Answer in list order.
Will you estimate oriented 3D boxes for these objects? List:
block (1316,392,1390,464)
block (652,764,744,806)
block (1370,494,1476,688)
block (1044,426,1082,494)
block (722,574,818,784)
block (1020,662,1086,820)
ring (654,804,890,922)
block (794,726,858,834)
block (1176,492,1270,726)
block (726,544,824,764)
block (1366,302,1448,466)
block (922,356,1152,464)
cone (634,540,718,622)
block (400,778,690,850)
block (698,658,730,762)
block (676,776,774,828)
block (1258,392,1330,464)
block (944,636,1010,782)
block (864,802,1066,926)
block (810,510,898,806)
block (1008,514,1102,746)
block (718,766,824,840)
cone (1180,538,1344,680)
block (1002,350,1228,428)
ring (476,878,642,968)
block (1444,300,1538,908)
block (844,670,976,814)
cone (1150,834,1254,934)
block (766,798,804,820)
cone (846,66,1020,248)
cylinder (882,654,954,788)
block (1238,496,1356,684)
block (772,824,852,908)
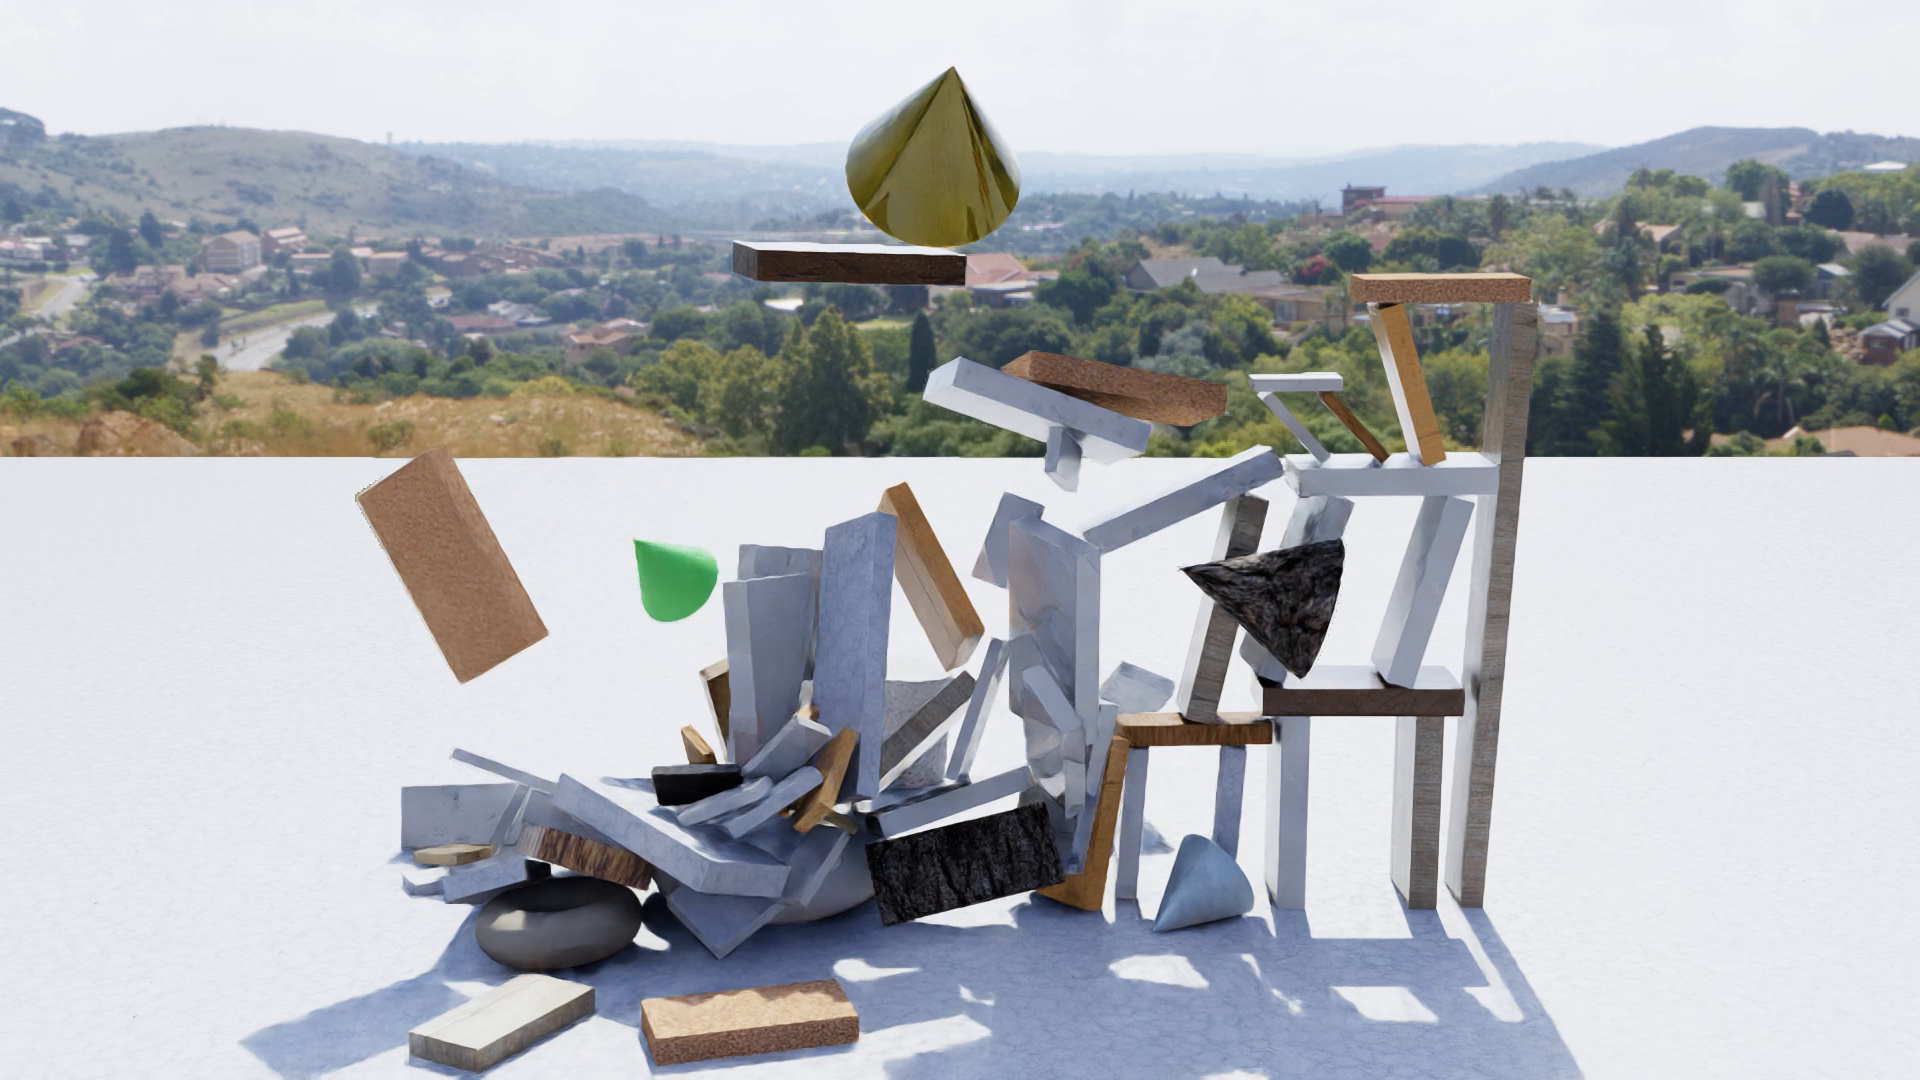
[{"bbox_3d":[0.631,-0.185,3.527,0.020,0.142,0.071,-43,7,8],"label":"block"},{"bbox_3d":[-0.405,0.379,3.410,0.136,0.068,0.019,-2,38,6],"label":"block"},{"bbox_3d":[0.750,0.070,3.576,0.045,0.315,0.158,16,10,-2],"label":"block"},{"bbox_3d":[0.165,-0.128,3.509,0.021,0.075,0.149,5,-10,16],"label":"block"},{"bbox_3d":[-0.297,0.233,3.553,0.049,0.346,0.173,-3,2,34],"label":"block"},{"bbox_3d":[0.146,0.317,3.443,0.037,0.259,0.130,-25,56,-14],"label":"block"},{"bbox_3d":[-0.314,0.523,3.662,0.409,0.136,0.409,0,10,0],"label":"ring"},{"bbox_3d":[-0.206,0.369,3.377,0.023,0.081,0.162,33,40,-13],"label":"block"},{"bbox_3d":[0.435,0.107,3.660,0.048,0.377,0.169,13,5,-1],"label":"block"},{"bbox_3d":[-0.292,0.201,3.659,0.173,0.375,0.049,5,-3,-39],"label":"block"},{"bbox_3d":[0.713,-0.254,3.513,0.037,0.259,0.130,-17,10,4],"label":"block"},{"bbox_3d":[0.123,-0.206,3.554,0.336,0.048,0.168,18,-9,-15],"label":"block"},{"bbox_3d":[-0.514,0.037,3.727,0.152,0.152,0.152,7,-27,32],"label":"cone"},{"bbox_3d":[-0.602,0.484,3.936,0.777,0.108,0.031,-1,-18,-7],"label":"block"},{"bbox_3d":[-0.367,0.287,3.738,0.108,0.217,0.031,-26,42,-19],"label":"block"},{"bbox_3d":[-0.357,0.398,3.349,0.136,0.019,0.068,-22,6,17],"label":"block"},{"bbox_3d":[0.536,-0.184,3.529,0.020,0.142,0.071,-43,7,8],"label":"block"},{"bbox_3d":[0.032,0.274,3.573,0.021,0.240,0.075,19,2,15],"label":"block"},{"bbox_3d":[0.007,0.518,3.514,0.297,0.130,0.037,-14,-13,-1],"label":"block"},{"bbox_3d":[-0.175,0.191,3.527,0.040,0.460,0.142,16,-21,-36],"label":"block"},{"bbox_3d":[0.149,0.147,3.498,0.048,0.338,0.169,-18,29,-33],"label":"block"},{"bbox_3d":[-0.288,0.398,3.347,0.162,0.023,0.081,-32,7,-16],"label":"block"},{"bbox_3d":[0.449,0.076,3.416,0.228,0.228,0.228,16,11,-1],"label":"cone"},{"bbox_3d":[0.250,-0.246,3.608,0.336,0.048,0.168,9,-7,-15],"label":"block"},{"bbox_3d":[-0.622,0.593,3.416,0.258,0.086,0.258,-4,9,1],"label":"ring"},{"bbox_3d":[0.860,0.104,3.576,0.037,0.989,0.130,3,11,0],"label":"block"},{"bbox_3d":[-0.084,0.336,3.631,0.284,0.040,0.142,-42,-10,-10],"label":"block"},{"bbox_3d":[0.359,0.582,3.518,0.159,0.159,0.159,-37,28,-26],"label":"cone"},{"bbox_3d":[-0.287,0.431,3.566,0.139,0.020,0.069,-5,-20,-48],"label":"block"},{"bbox_3d":[-0.026,-0.639,3.352,0.279,0.279,0.279,-1,-24,-8],"label":"cone"},{"bbox_3d":[-0.127,0.354,4.311,0.213,0.213,0.213,5,10,-1],"label":"cylinder"},{"bbox_3d":[0.550,0.066,3.612,0.045,0.315,0.158,19,8,-8],"label":"block"},{"bbox_3d":[-0.233,0.503,3.403,0.069,0.020,0.139,4,48,40],"label":"block"}]
